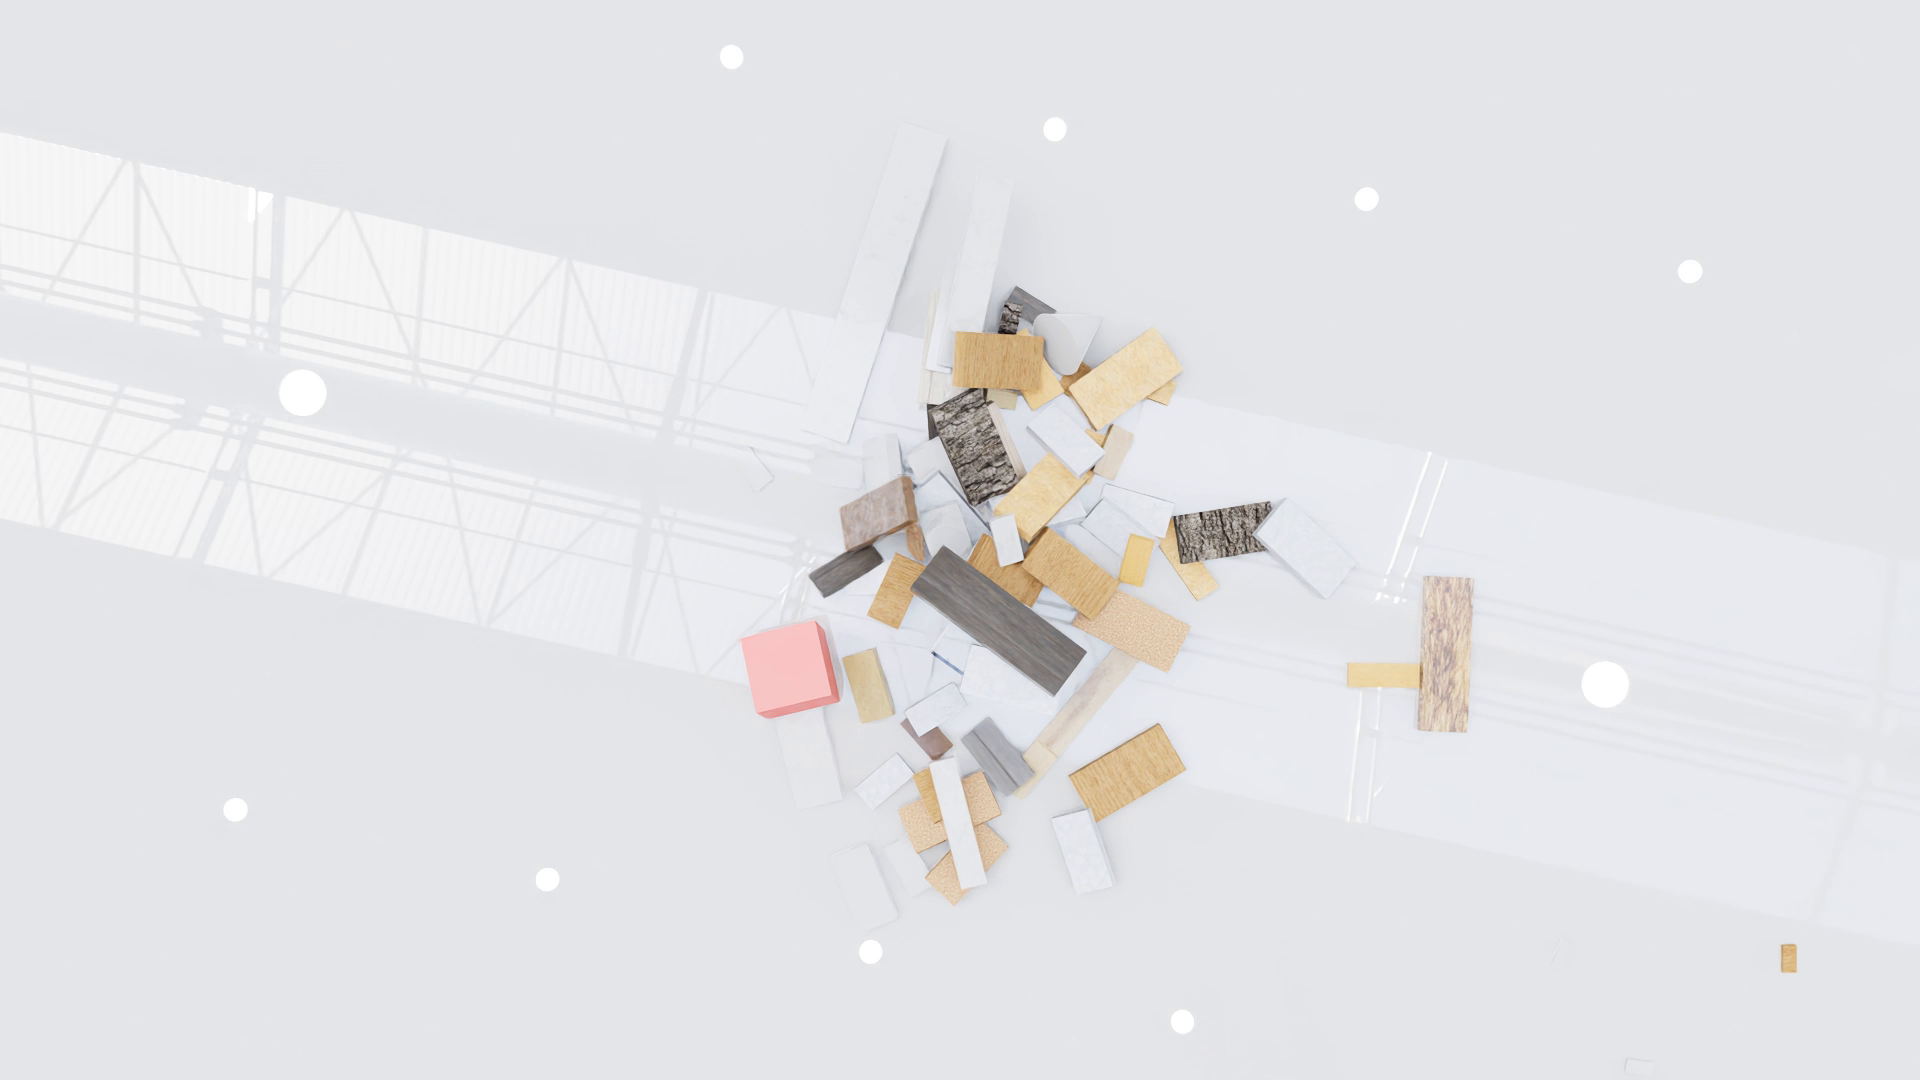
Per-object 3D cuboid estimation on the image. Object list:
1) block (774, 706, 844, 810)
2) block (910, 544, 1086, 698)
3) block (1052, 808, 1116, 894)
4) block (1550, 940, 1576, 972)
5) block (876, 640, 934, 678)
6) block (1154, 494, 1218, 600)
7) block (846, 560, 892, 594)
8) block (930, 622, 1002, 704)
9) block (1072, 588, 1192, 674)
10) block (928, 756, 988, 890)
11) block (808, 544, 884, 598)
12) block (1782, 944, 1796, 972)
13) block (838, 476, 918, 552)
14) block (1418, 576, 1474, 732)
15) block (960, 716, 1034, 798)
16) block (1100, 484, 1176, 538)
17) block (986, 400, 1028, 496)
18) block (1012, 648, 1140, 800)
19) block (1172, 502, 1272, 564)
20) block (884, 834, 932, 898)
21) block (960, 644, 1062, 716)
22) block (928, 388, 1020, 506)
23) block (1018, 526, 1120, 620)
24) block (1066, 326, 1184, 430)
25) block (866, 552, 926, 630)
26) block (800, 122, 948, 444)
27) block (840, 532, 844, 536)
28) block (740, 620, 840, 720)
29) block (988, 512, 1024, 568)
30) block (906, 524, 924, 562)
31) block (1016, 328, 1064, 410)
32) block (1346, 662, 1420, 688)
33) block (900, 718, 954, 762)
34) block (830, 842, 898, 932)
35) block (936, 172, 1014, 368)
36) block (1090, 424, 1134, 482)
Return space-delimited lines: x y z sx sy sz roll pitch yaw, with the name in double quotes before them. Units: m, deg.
"block" -0.503 0.716 5.478 0.154 0.044 0.330 -14 90 0
"block" 0.119 0.254 5.172 0.563 0.049 0.175 37 78 5
"block" 0.409 1.028 5.455 0.132 0.037 0.265 -19 90 24
"block" 2.009 1.384 5.493 0.046 0.013 0.092 28 90 0
"block" -0.186 0.398 5.486 0.192 0.027 0.096 9 90 0
"block" 0.719 0.026 5.488 0.086 0.024 0.371 -35 90 0
"block" -0.265 0.123 5.484 0.229 0.032 0.114 -1 90 0
"block" 0.101 0.326 5.361 0.279 0.279 0.279 35 90 0
"block" 0.568 0.284 5.450 0.349 0.049 0.175 27 88 8
"block" -0.007 0.926 5.400 0.086 0.024 0.434 -14 95 -1
"block" -0.376 0.095 5.434 0.236 0.027 0.096 -32 62 -16
"block" 2.761 1.394 5.493 0.046 0.013 0.092 0 90 0
"block" -0.266 -0.082 5.336 0.042 0.335 0.148 2 72 -41
"block" 1.612 0.378 5.478 0.155 0.044 0.514 2 90 0
"block" 0.125 0.719 5.465 0.122 0.035 0.245 -39 82 1
"block" 0.580 -0.098 5.459 0.238 0.034 0.119 17 99 7
"block" 0.105 -0.292 5.408 0.148 0.042 0.296 -31 112 -15
"block" 0.417 0.543 5.487 0.093 0.026 0.767 40 90 0
"block" 0.878 -0.025 5.462 0.322 0.046 0.161 -9 90 -6
"block" -0.166 1.084 5.487 0.093 0.026 0.185 -30 90 0
"block" 0.166 0.441 5.199 0.309 0.044 0.154 15 90 0
"block" 0.045 -0.300 5.327 0.173 0.049 0.346 -28 112 -10
"block" 0.356 0.109 5.380 0.310 0.044 0.155 37 90 -16
"block" 0.544 -0.532 5.443 0.347 0.049 0.173 -35 96 0
"block" -0.209 0.169 5.451 0.114 0.032 0.229 25 90 0
"block" -0.285 -0.851 5.477 0.161 0.046 1.070 18 90 0
"block" -0.324 -0.052 5.490 0.072 0.020 0.143 44 90 0
"block" -0.548 0.424 5.356 0.245 0.245 0.245 -14 79 0
"block" 0.148 -0.001 5.300 0.080 0.023 0.160 -18 111 -11
"block" -0.149 0.002 5.424 0.020 0.143 0.072 -29 51 -21
"block" 0.231 -0.566 5.468 0.122 0.035 0.245 -32 92 9
"block" 1.408 0.449 5.489 0.235 0.023 0.080 1 90 0
"block" -0.110 0.646 5.488 0.086 0.024 0.173 -42 90 0
"block" -0.319 1.155 5.481 0.132 0.037 0.265 -22 90 0
"block" 0.047 -0.854 5.273 0.119 0.034 0.626 12 90 -19
"block" 0.506 -0.291 5.473 0.086 0.024 0.171 24 90 -22
